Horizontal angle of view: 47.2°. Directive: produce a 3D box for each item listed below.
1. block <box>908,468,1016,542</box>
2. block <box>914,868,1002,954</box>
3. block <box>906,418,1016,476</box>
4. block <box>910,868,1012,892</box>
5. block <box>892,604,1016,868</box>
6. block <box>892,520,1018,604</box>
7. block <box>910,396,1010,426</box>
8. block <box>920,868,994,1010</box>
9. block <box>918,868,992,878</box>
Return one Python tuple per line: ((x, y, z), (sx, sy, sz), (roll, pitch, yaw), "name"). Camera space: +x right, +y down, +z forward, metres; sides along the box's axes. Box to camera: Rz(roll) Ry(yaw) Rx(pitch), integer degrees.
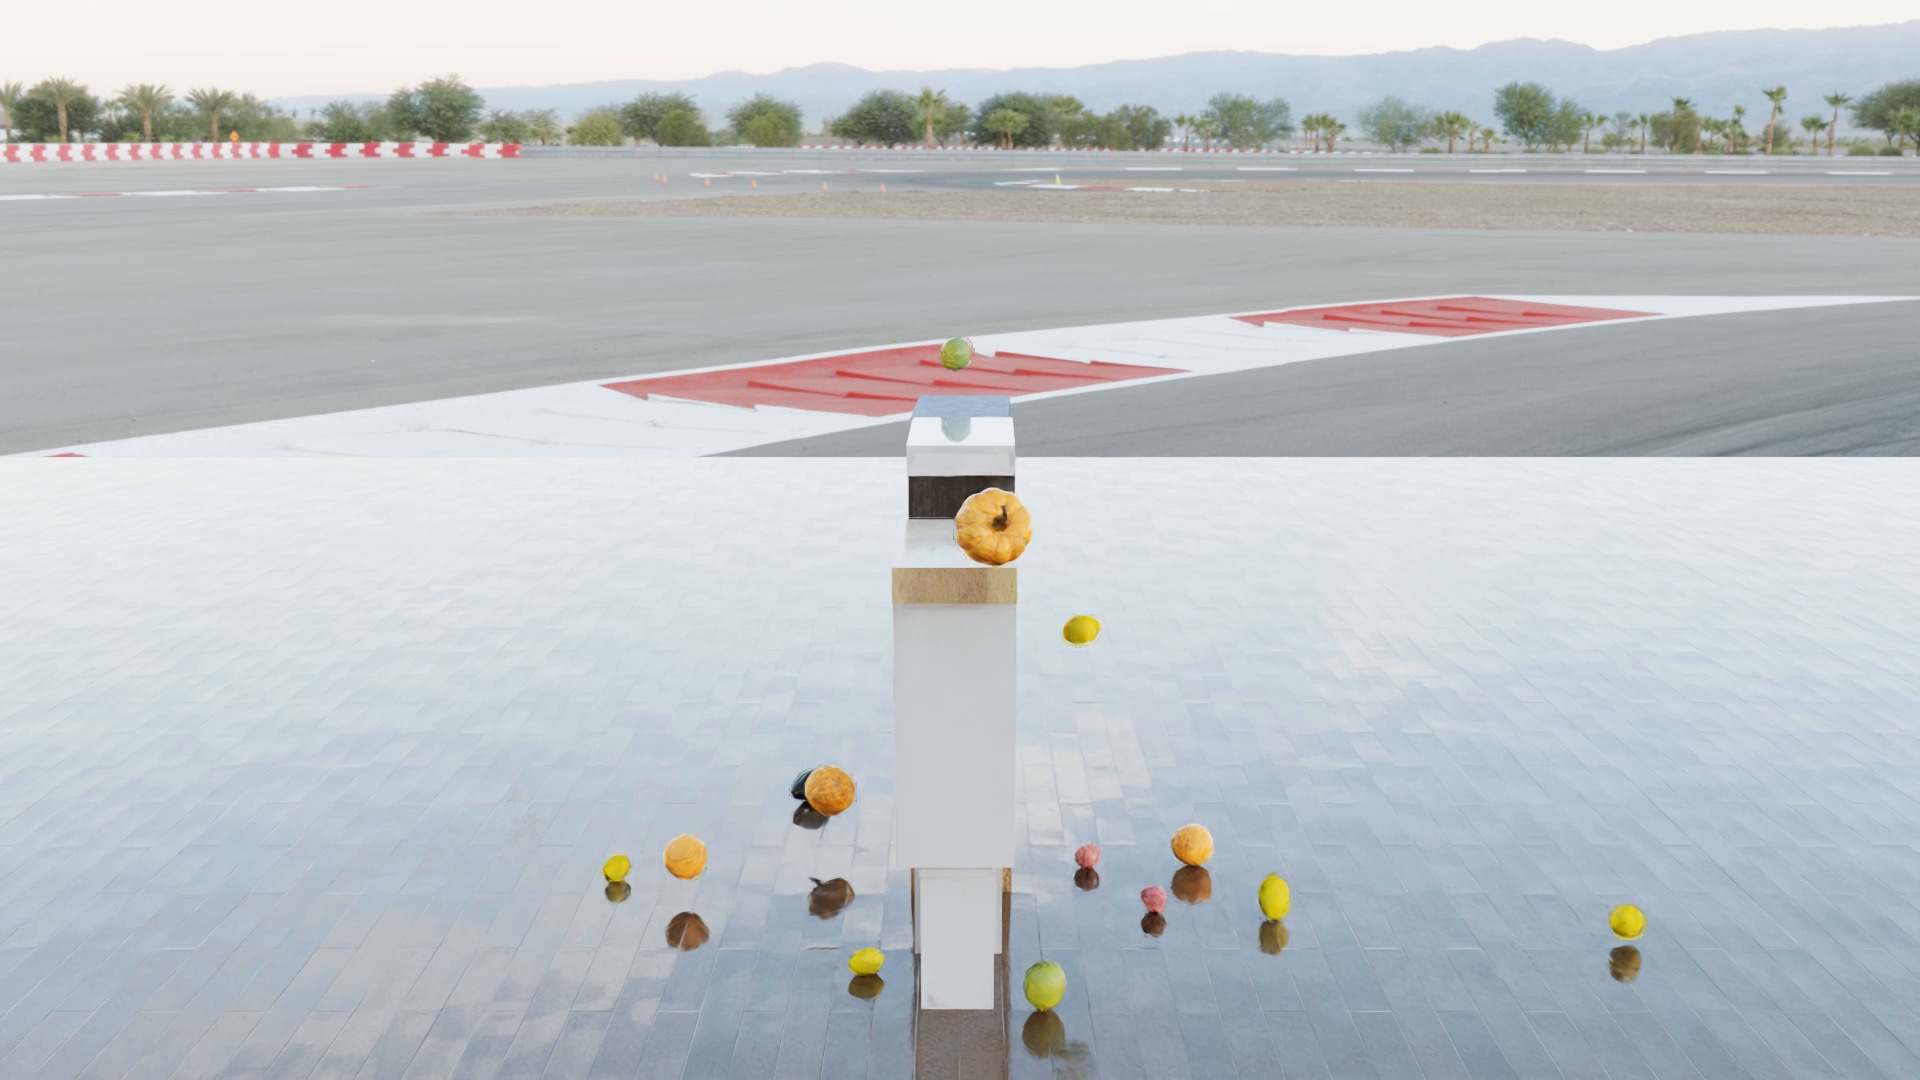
((0.004, 0.094, 3.524), (0.169, 0.415, 0.048), (0, 11, 1), "block")
((-0.003, 0.504, 3.396), (0.134, 0.268, 0.038), (0, 11, 0), "block")
((0.003, -0.154, 3.592), (0.169, 0.048, 0.338), (0, 11, 1), "block")
((0.002, 0.419, 3.670), (0.168, 0.336, 0.048), (0, 11, 0), "block")
((-0.007, 0.265, 3.049), (0.167, 0.401, 0.047), (0, 20, 0), "block")
((-0.006, 0.027, 3.086), (0.167, 0.047, 0.334), (0, 12, 0), "block")
((0.004, -0.217, 3.946), (0.168, 0.048, 0.336), (0, 10, 2), "block")
((-0.004, 0.574, 3.181), (0.105, 0.210, 0.030), (0, 10, 0), "block")
((-0.006, 0.431, 3.222), (0.105, 0.030, 0.210), (0, 20, 0), "block")
